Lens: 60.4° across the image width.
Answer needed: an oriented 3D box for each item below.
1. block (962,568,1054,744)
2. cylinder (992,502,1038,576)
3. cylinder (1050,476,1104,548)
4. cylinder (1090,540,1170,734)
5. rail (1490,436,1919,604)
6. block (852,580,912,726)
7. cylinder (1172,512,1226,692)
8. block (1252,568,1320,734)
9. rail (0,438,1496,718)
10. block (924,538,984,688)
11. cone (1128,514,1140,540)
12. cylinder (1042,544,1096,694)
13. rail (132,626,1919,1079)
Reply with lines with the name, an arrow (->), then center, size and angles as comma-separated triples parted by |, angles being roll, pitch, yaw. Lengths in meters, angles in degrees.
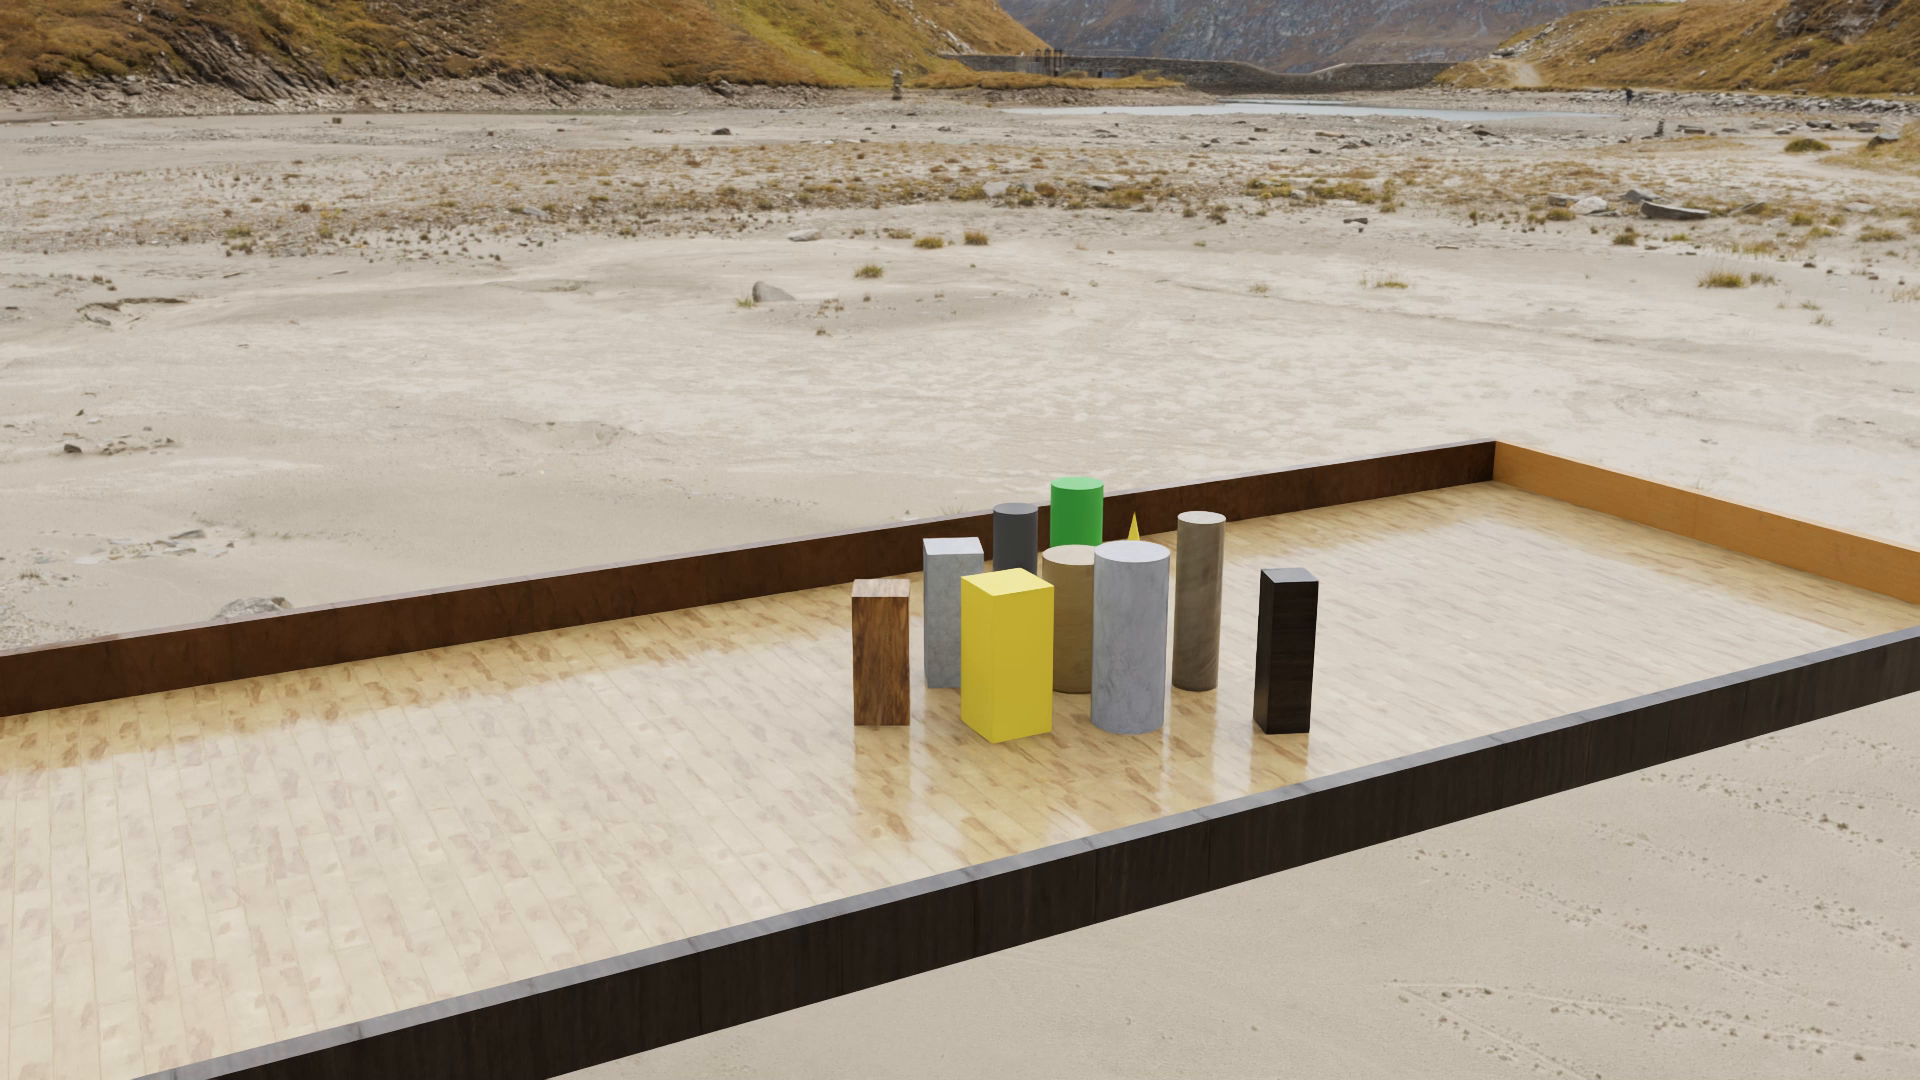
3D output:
block -> 0.108, 0.265, 3.822 | 0.157, 0.355, 0.157 | -8, 18, -26
cylinder -> 0.146, 0.095, 4.375 | 0.118, 0.370, 0.118 | 0, 16, 0
cylinder -> 0.322, 0.027, 4.584 | 0.145, 0.383, 0.145 | 0, 16, 0
cylinder -> 0.395, 0.226, 3.845 | 0.173, 0.418, 0.173 | 0, 16, 0
rail -> 2.466, -0.048, 5.253 | 0.050, 0.150, 2.100 | -9, 18, -27
block -> -0.184, 0.264, 3.891 | 0.131, 0.319, 0.131 | 0, 16, 0
cylinder -> 0.588, 0.152, 4.073 | 0.116, 0.432, 0.116 | 0, 16, 0
block -> 0.754, 0.257, 3.823 | 0.104, 0.370, 0.104 | -2, 17, -7
rail -> -3.305, 0.497, 3.399 | 12.000, 0.150, 0.050 | -9, 18, -27
block -> -0.017, 0.181, 4.124 | 0.138, 0.347, 0.138 | -2, 16, -5
cone -> 0.456, 0.101, 4.359 | 0.151, 0.367, 0.151 | 0, 16, 0
cylinder -> 0.289, 0.196, 4.097 | 0.172, 0.333, 0.172 | 0, 16, 0
rail -> -2.336, 1.006, 1.665 | 12.000, 0.150, 0.050 | -9, 18, -27
